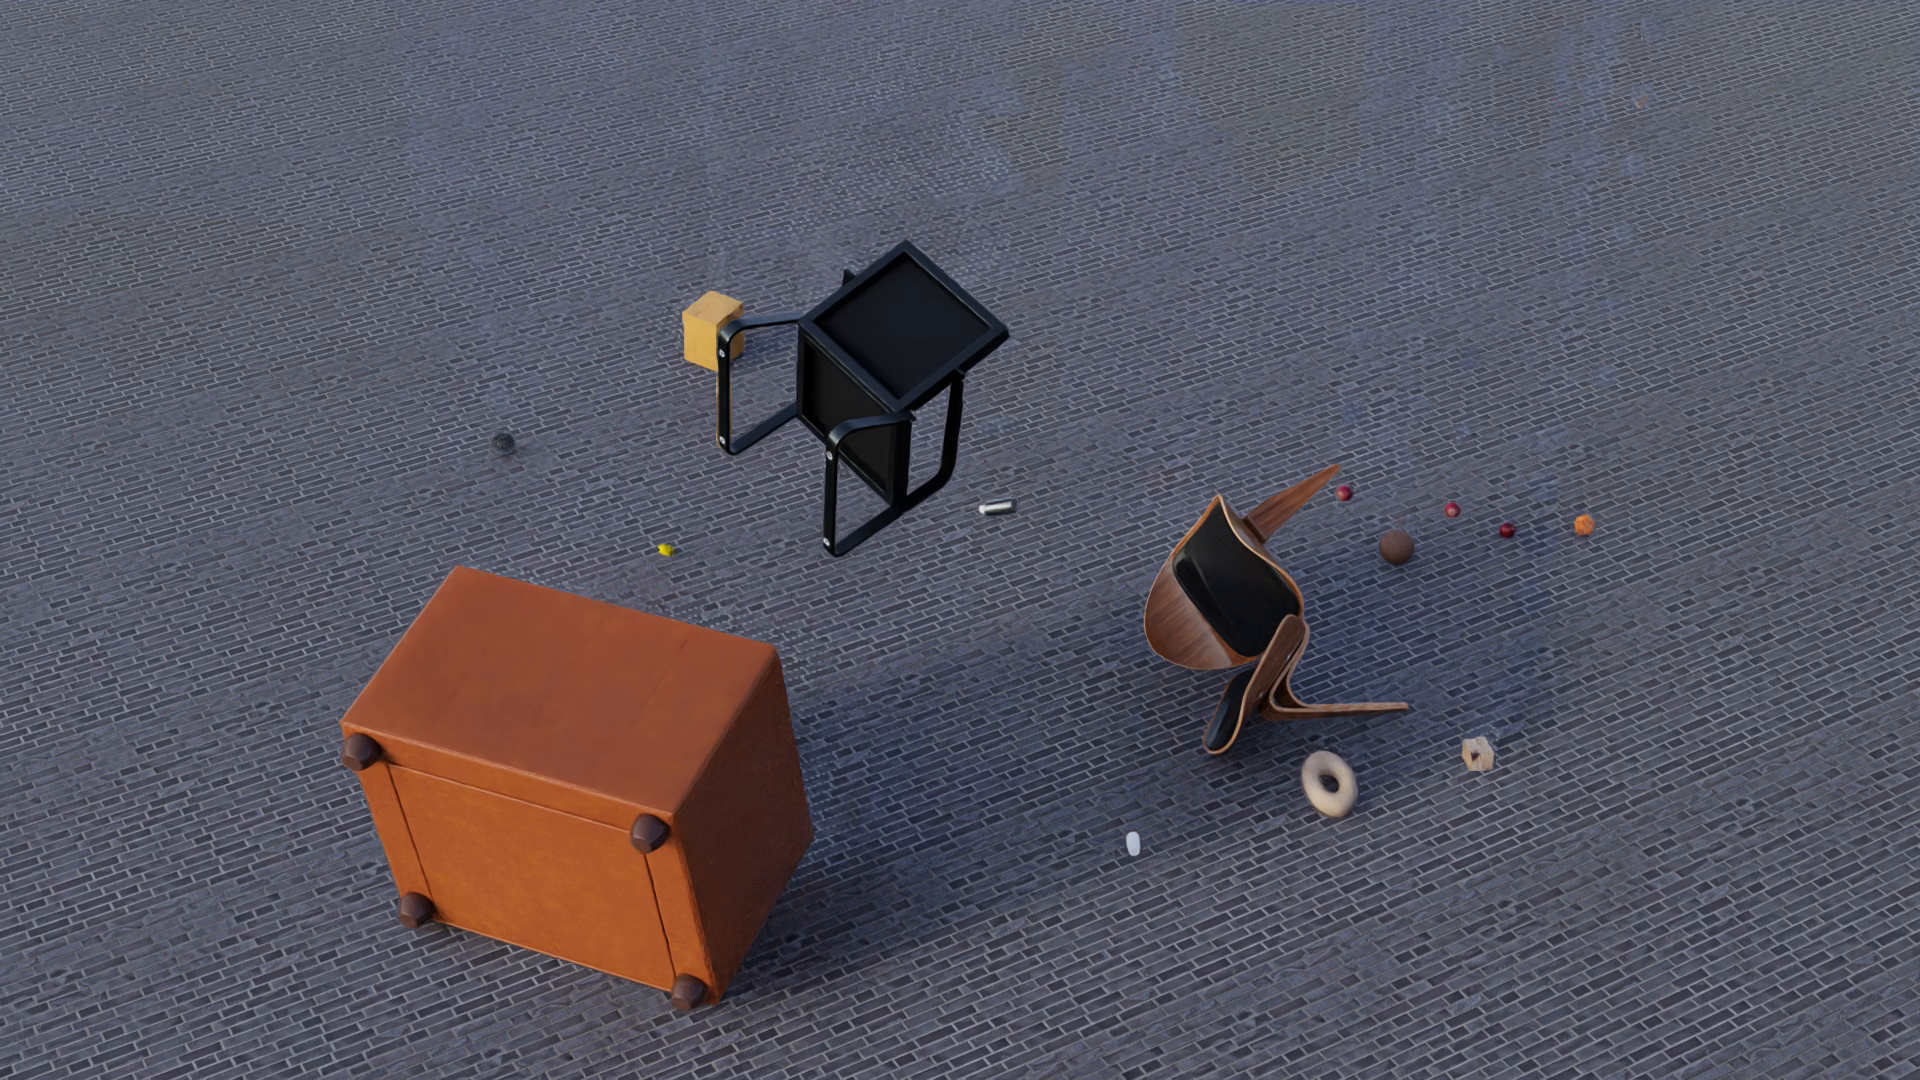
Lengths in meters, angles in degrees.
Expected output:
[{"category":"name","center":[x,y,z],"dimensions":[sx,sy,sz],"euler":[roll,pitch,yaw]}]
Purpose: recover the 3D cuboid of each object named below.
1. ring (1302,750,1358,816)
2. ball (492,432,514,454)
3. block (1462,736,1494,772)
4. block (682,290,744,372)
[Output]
[{"category":"ring","center":[1.212,0.798,9.606],"dimensions":[0.170,0.087,0.242],"euler":[-16,57,-10]},{"category":"ball","center":[-1.782,-0.378,11.437],"dimensions":[0.089,0.089,0.089],"euler":[0,33,0]},{"category":"block","center":[1.729,0.715,9.795],"dimensions":[0.075,0.066,0.095],"euler":[-5,31,-8]},{"category":"block","center":[-1.008,-0.856,12.006],"dimensions":[0.165,0.236,0.193],"euler":[22,44,23]}]
